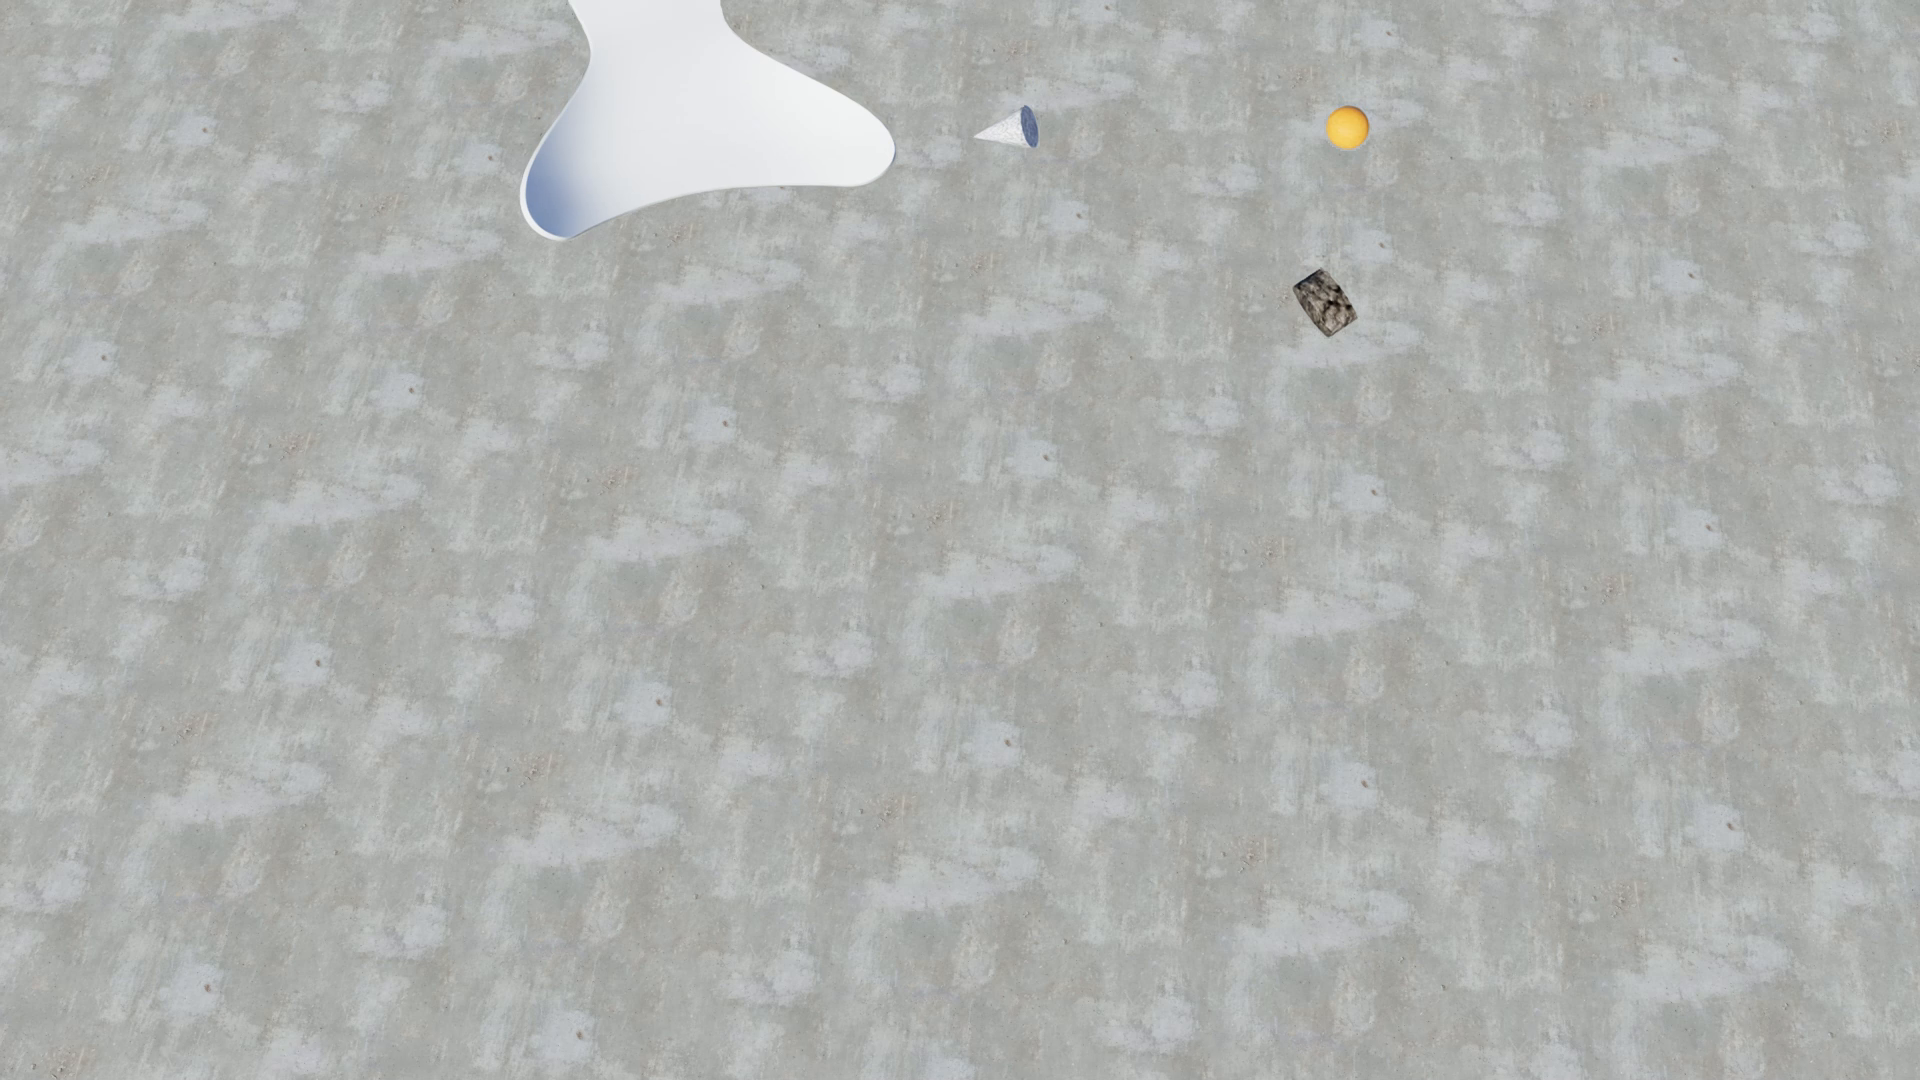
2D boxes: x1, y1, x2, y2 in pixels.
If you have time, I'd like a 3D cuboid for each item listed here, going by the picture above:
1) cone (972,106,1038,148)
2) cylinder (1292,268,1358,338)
[{"bbox_3d":[0.056,-0.560,3.020,0.086,0.066,0.057,-6,78,23],"label":"cone"},{"bbox_3d":[0.663,-0.431,3.994,0.061,0.062,0.116,-33,78,-5],"label":"cylinder"}]
